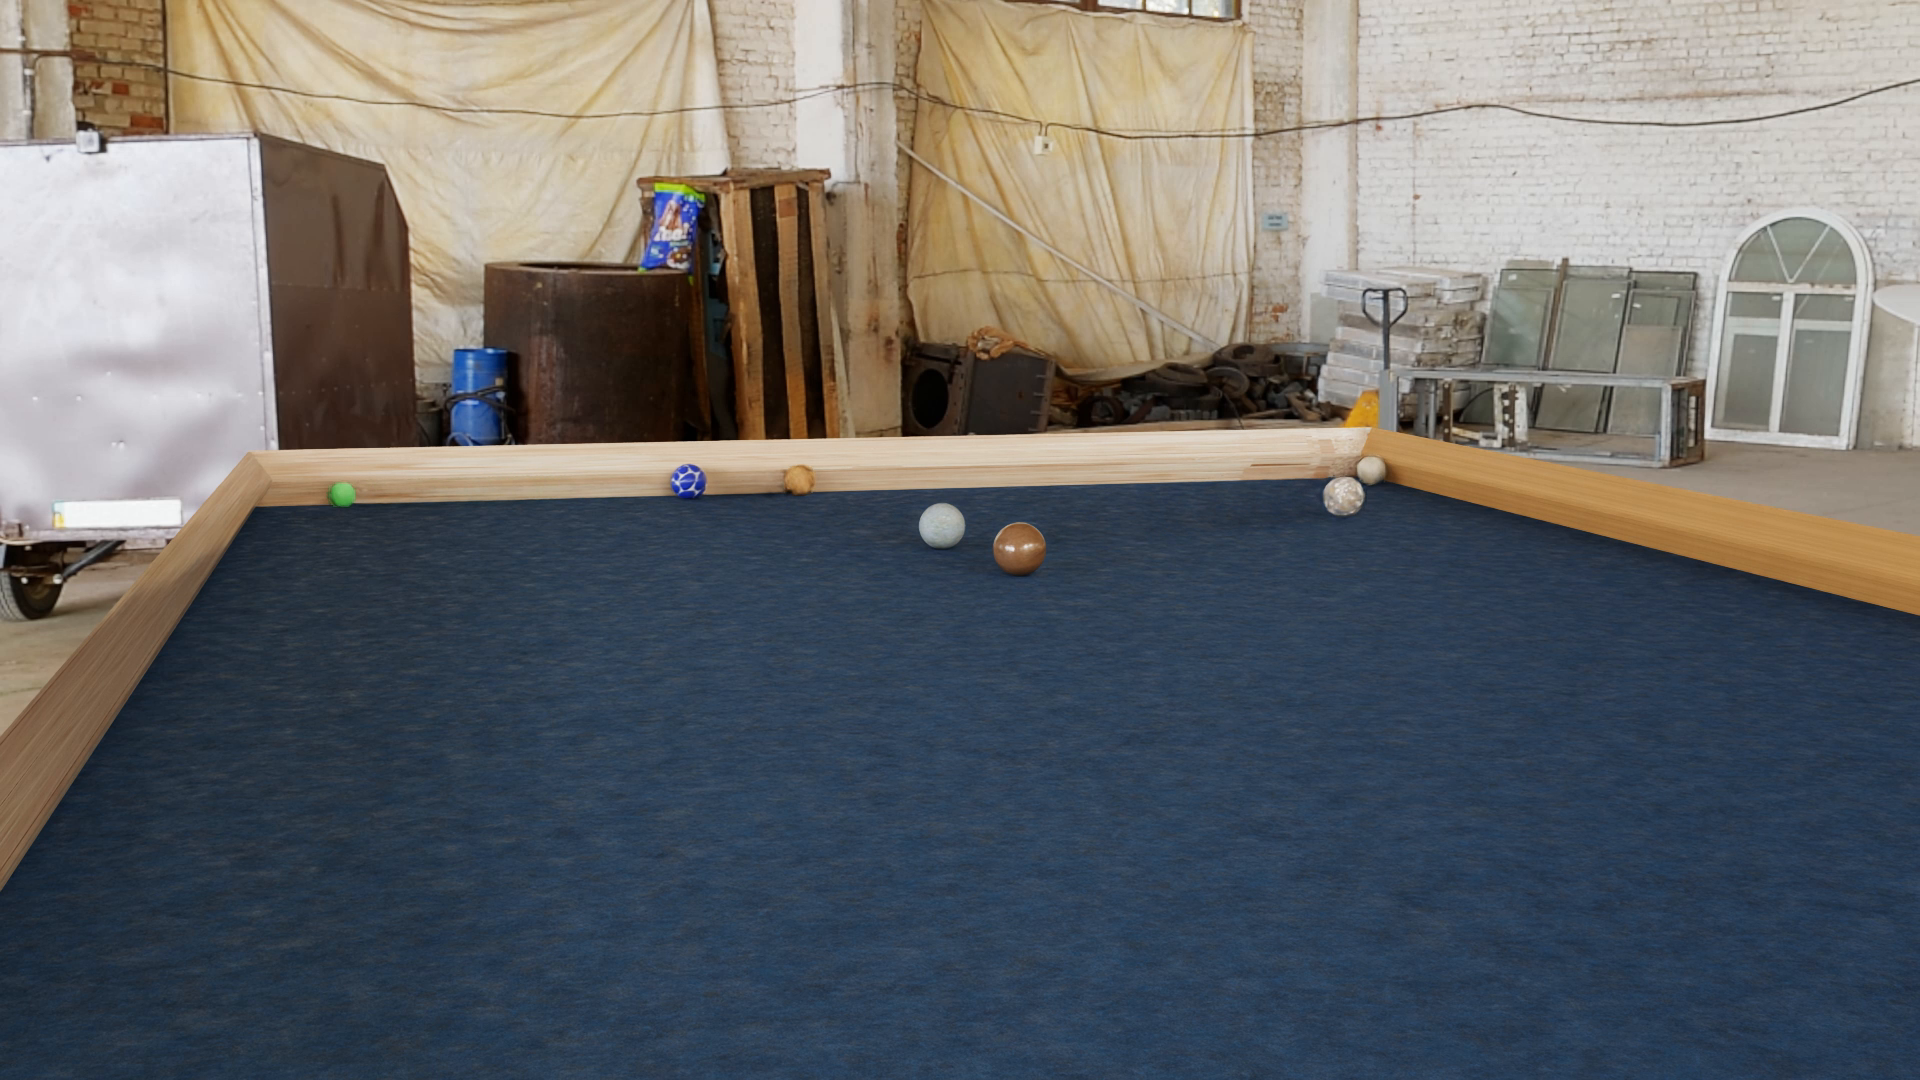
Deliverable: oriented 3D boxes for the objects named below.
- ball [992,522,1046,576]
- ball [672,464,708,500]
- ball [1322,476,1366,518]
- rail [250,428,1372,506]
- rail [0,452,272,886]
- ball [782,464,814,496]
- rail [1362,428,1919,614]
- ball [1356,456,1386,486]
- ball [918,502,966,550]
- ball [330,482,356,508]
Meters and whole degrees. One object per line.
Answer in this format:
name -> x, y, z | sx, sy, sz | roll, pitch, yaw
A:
ball -> 0.094, 0.015, 3.457 | 0.084, 0.084, 0.084 | 0, 8, 0
ball -> -0.550, -0.119, 4.477 | 0.073, 0.073, 0.073 | 0, 8, 0
ball -> 0.731, -0.082, 4.184 | 0.079, 0.079, 0.079 | 0, 8, 0
rail -> -0.239, -0.156, 4.604 | 2.389, 0.110, 0.045 | -2, 8, -13
rail -> -0.895, 0.156, 2.318 | 0.045, 0.110, 4.233 | -2, 8, -13
ball -> -0.333, -0.123, 4.536 | 0.065, 0.065, 0.065 | 0, 8, 0
rail -> 1.384, 0.083, 2.855 | 0.045, 0.110, 4.233 | -2, 8, -13
ball -> 0.886, -0.149, 4.731 | 0.064, 0.064, 0.064 | 0, 8, 0
ball -> -0.031, -0.024, 3.755 | 0.079, 0.079, 0.079 | 0, 8, 0
ball -> -1.219, -0.089, 4.345 | 0.049, 0.049, 0.049 | 0, 8, 0
